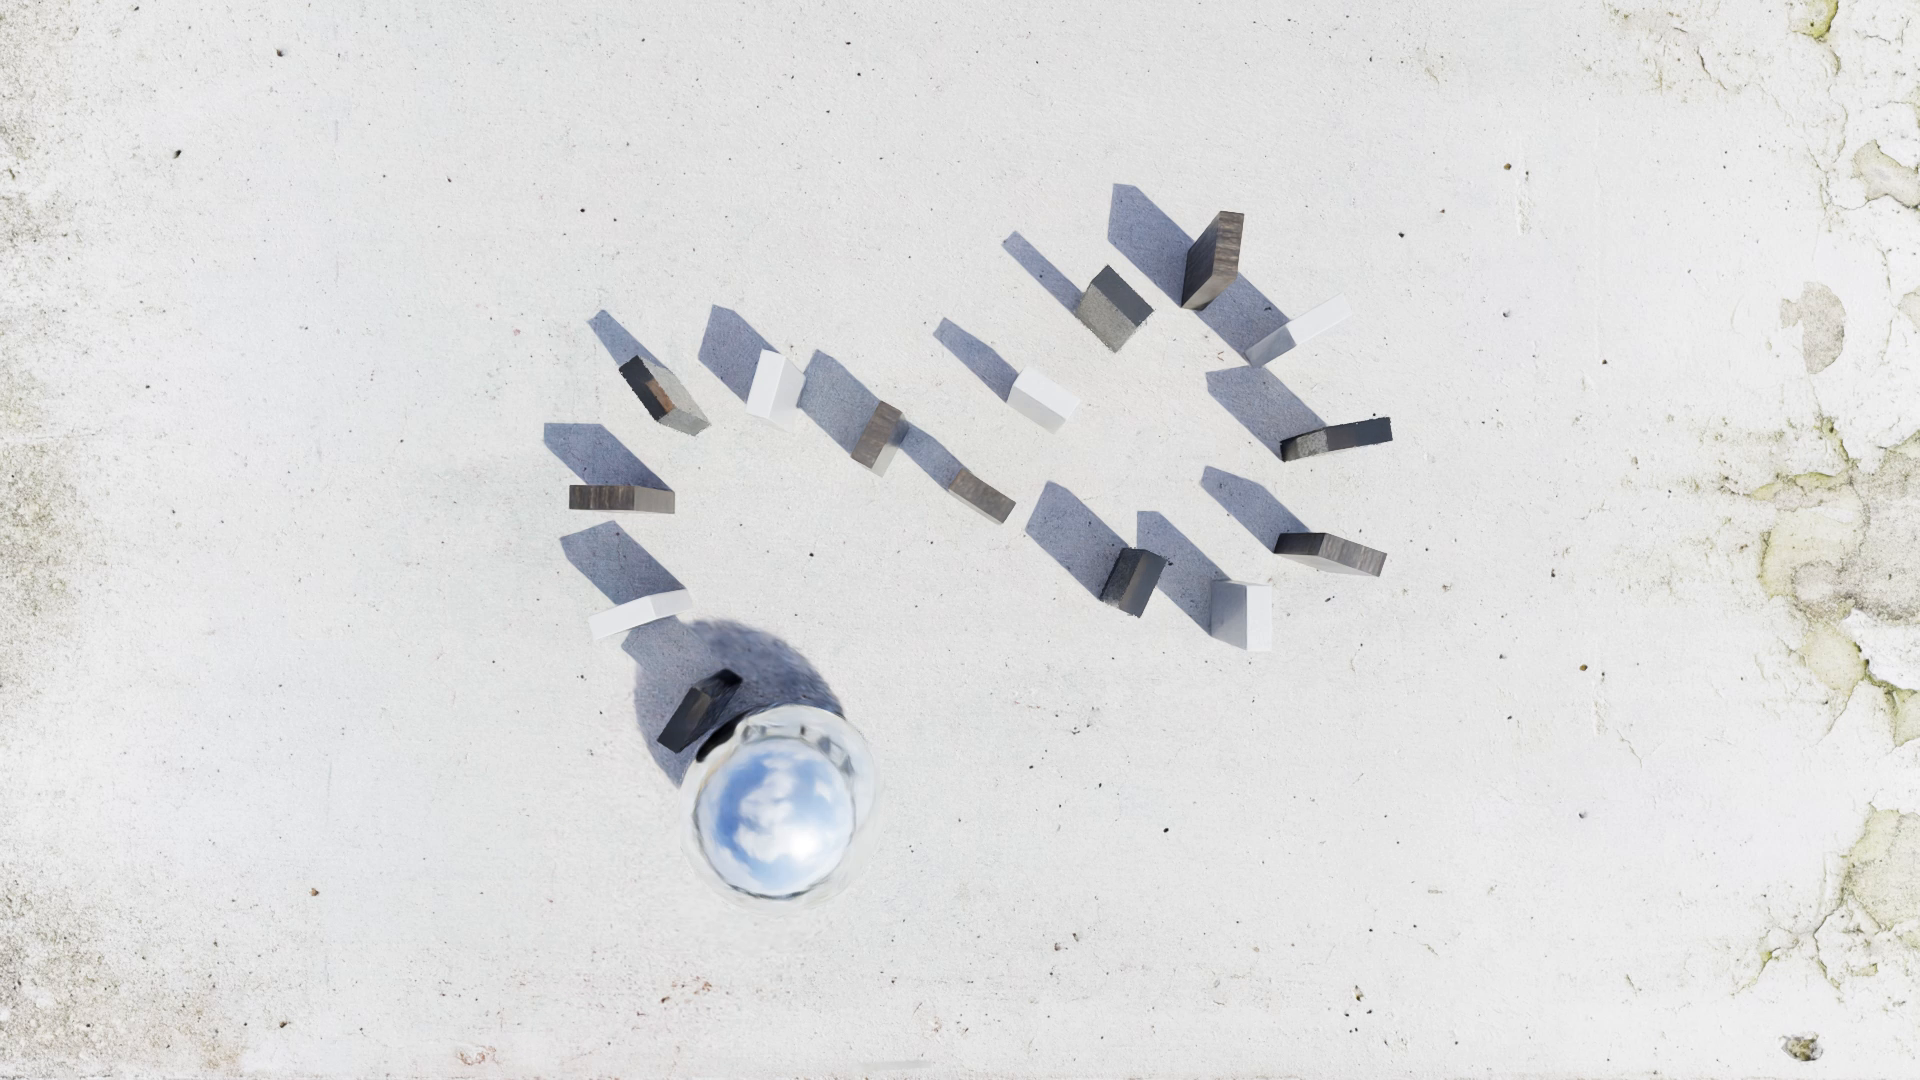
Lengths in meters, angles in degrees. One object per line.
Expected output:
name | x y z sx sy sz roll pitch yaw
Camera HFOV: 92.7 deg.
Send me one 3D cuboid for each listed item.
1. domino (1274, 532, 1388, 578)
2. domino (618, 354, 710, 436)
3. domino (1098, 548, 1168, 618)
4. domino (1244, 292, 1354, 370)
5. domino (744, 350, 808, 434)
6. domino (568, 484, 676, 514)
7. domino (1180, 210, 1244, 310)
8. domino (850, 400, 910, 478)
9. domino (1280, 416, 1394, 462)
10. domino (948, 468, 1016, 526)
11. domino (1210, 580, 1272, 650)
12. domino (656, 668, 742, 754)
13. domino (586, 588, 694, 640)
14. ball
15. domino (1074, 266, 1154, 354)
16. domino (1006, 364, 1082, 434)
domino | 0.150 0.006 0.375 0.025 0.050 0.010 19 90 0
domino | -0.120 -0.058 0.375 0.009 0.050 0.025 -36 90 0
domino | 0.070 0.017 0.375 0.010 0.050 0.025 25 90 0
domino | 0.137 -0.085 0.375 0.025 0.050 0.009 -30 90 0
domino | -0.074 -0.060 0.375 0.009 0.050 0.025 16 90 0
domino | -0.137 -0.016 0.375 0.025 0.050 0.010 1 90 0
domino | 0.103 -0.113 0.375 0.009 0.050 0.025 7 90 0
domino | -0.032 -0.040 0.375 0.010 0.050 0.025 29 90 0
domino | 0.152 -0.041 0.375 0.025 0.050 0.010 -9 90 0
domino | 0.009 -0.017 0.375 0.025 0.050 0.009 33 90 0
domino | 0.114 0.030 0.375 0.009 0.050 0.025 0 90 0
domino | -0.105 0.069 0.375 0.010 0.050 0.025 33 90 0
domino | -0.129 0.030 0.375 0.025 0.050 0.010 -19 90 0
ball | -0.069 0.104 0.360 0.080 0.080 0.080 0 90 0
domino | 0.062 -0.093 0.375 0.025 0.050 0.009 45 90 0
domino | 0.033 -0.057 0.375 0.025 0.050 0.009 33 90 0
